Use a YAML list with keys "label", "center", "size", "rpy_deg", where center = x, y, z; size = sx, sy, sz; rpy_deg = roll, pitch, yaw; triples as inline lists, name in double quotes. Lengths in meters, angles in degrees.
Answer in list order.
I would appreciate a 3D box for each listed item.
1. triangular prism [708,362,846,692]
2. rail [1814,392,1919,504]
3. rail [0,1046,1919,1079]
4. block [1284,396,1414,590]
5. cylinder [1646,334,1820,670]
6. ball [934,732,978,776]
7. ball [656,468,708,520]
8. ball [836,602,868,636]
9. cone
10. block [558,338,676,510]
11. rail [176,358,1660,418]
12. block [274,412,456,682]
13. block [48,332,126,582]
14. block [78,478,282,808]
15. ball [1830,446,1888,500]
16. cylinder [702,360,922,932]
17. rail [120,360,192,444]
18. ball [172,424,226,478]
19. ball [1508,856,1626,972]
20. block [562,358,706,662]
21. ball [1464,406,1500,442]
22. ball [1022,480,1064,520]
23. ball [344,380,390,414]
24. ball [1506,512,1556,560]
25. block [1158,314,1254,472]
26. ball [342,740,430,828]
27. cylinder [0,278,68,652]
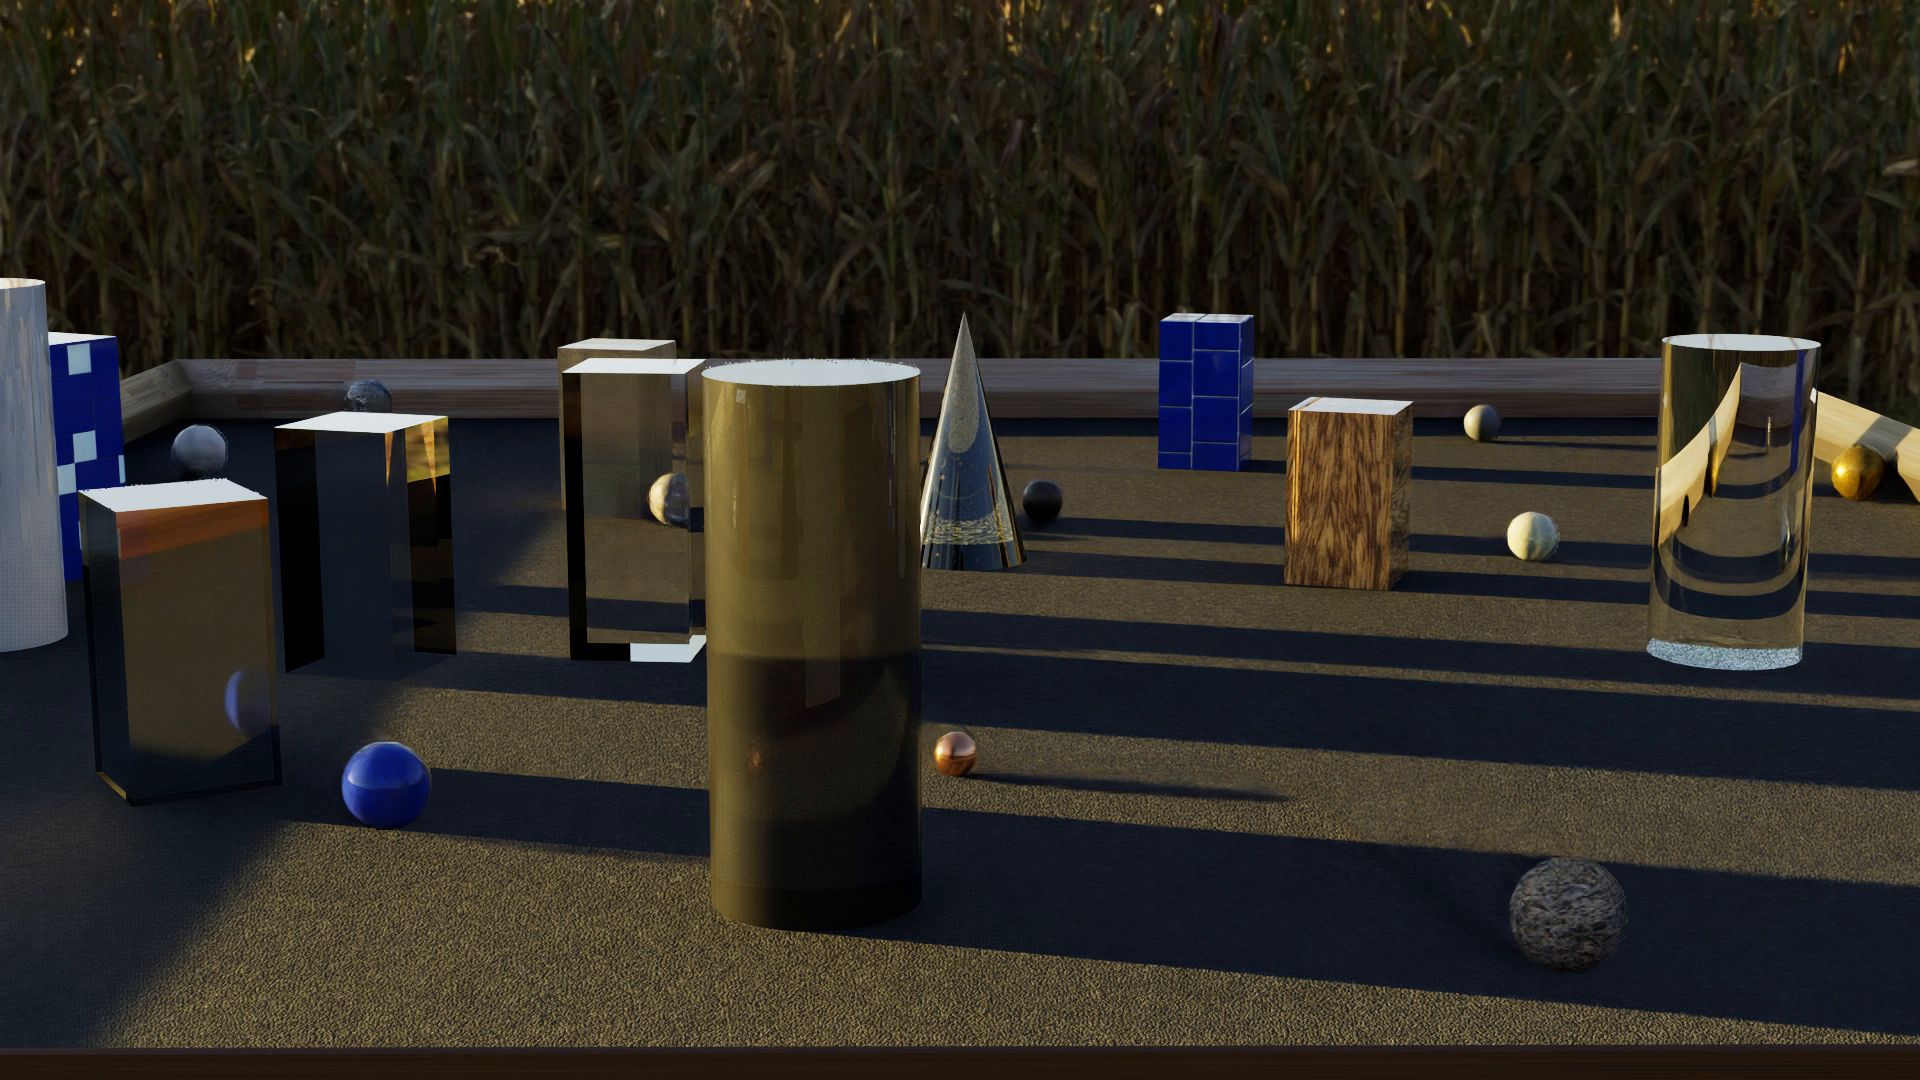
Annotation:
- label: "triangular prism"
  center: [-0.196, -0.020, 3.052]
  size: [0.161, 0.369, 0.140]
  rpy_deg: [3, 11, 13]
- label: "rail"
  center: [1.579, 0.029, 3.458]
  size: [0.045, 0.121, 3.753]
  rpy_deg: [0, 11, 0]
- label: "rail"
  center: [0.011, 0.371, 1.628]
  size: [3.205, 0.121, 0.045]
  rpy_deg: [0, 11, 0]
- label: "block"
  center: [0.552, -0.068, 3.643]
  size: [0.149, 0.247, 0.149]
  rpy_deg: [4, 11, 19]
- label: "cylinder"
  center: [0.952, -0.050, 3.163]
  size: [0.186, 0.388, 0.186]
  rpy_deg: [0, 11, 0]
- label: "ball"
  center: [-0.004, 0.220, 2.647]
  size: [0.046, 0.046, 0.046]
  rpy_deg: [0, 11, 0]
- label: "ball"
  center: [-0.447, -0.074, 4.116]
  size: [0.084, 0.084, 0.084]
  rpy_deg: [0, 11, 0]
- label: "ball"
  center: [-0.140, 0.102, 3.295]
  size: [0.041, 0.041, 0.041]
  rpy_deg: [0, 11, 0]
- label: "cone"
  center: [0.006, -0.154, 3.770]
  size: [0.186, 0.368, 0.186]
  rpy_deg: [0, 11, 0]
- label: "block"
  center: [-0.564, -0.191, 4.247]
  size: [0.149, 0.267, 0.149]
  rpy_deg: [3, 11, 14]
- label: "rail"
  center: [-0.011, -0.309, 5.271]
  size: [3.205, 0.121, 0.045]
  rpy_deg: [0, 11, 0]
- label: "block"
  center: [-0.719, 0.005, 3.112]
  size: [0.149, 0.299, 0.149]
  rpy_deg: [3, 11, 17]
- label: "block"
  center: [-1.309, -0.120, 3.676]
  size: [0.149, 0.337, 0.149]
  rpy_deg: [5, 12, 27]
- label: "block"
  center: [-0.793, 0.100, 2.610]
  size: [0.149, 0.296, 0.149]
  rpy_deg: [-7, 12, -32]
- label: "ball"
  center: [1.508, -0.112, 4.302]
  size: [0.090, 0.090, 0.090]
  rpy_deg: [0, 11, 0]
- label: "cylinder"
  center: [-0.126, 0.086, 2.223]
  size: [0.186, 0.465, 0.186]
  rpy_deg: [0, 11, 0]
- label: "rail"
  center: [-1.579, 0.033, 3.441]
  size: [0.045, 0.121, 3.753]
  rpy_deg: [0, 11, 0]
- label: "ball"
  center: [-1.346, -0.157, 4.538]
  size: [0.093, 0.093, 0.093]
  rpy_deg: [0, 11, 0]
- label: "ball"
  center: [0.492, 0.303, 2.077]
  size: [0.092, 0.092, 0.092]
  rpy_deg: [0, 11, 0]
- label: "block"
  center: [-0.400, -0.040, 3.194]
  size: [0.149, 0.356, 0.149]
  rpy_deg: [1, 11, 4]
- label: "ball"
  center: [1.012, -0.226, 4.969]
  size: [0.070, 0.070, 0.070]
  rpy_deg: [0, 11, 0]
- label: "ball"
  center: [0.132, -0.064, 4.112]
  size: [0.066, 0.066, 0.066]
  rpy_deg: [0, 11, 0]
- label: "ball"
  center: [-1.201, -0.280, 5.201]
  size: [0.091, 0.091, 0.091]
  rpy_deg: [0, 11, 0]
- label: "ball"
  center: [0.843, -0.005, 3.783]
  size: [0.072, 0.072, 0.072]
  rpy_deg: [0, 11, 0]
- label: "block"
  center: [0.449, -0.271, 4.672]
  size: [0.149, 0.267, 0.149]
  rpy_deg: [3, 11, 14]
- label: "ball"
  center: [-0.552, 0.235, 2.467]
  size: [0.083, 0.083, 0.083]
  rpy_deg: [0, 11, 0]
- label: "cylinder"
  center: [-1.240, -0.097, 3.241]
  size: [0.186, 0.451, 0.186]
  rpy_deg: [0, 11, 0]
